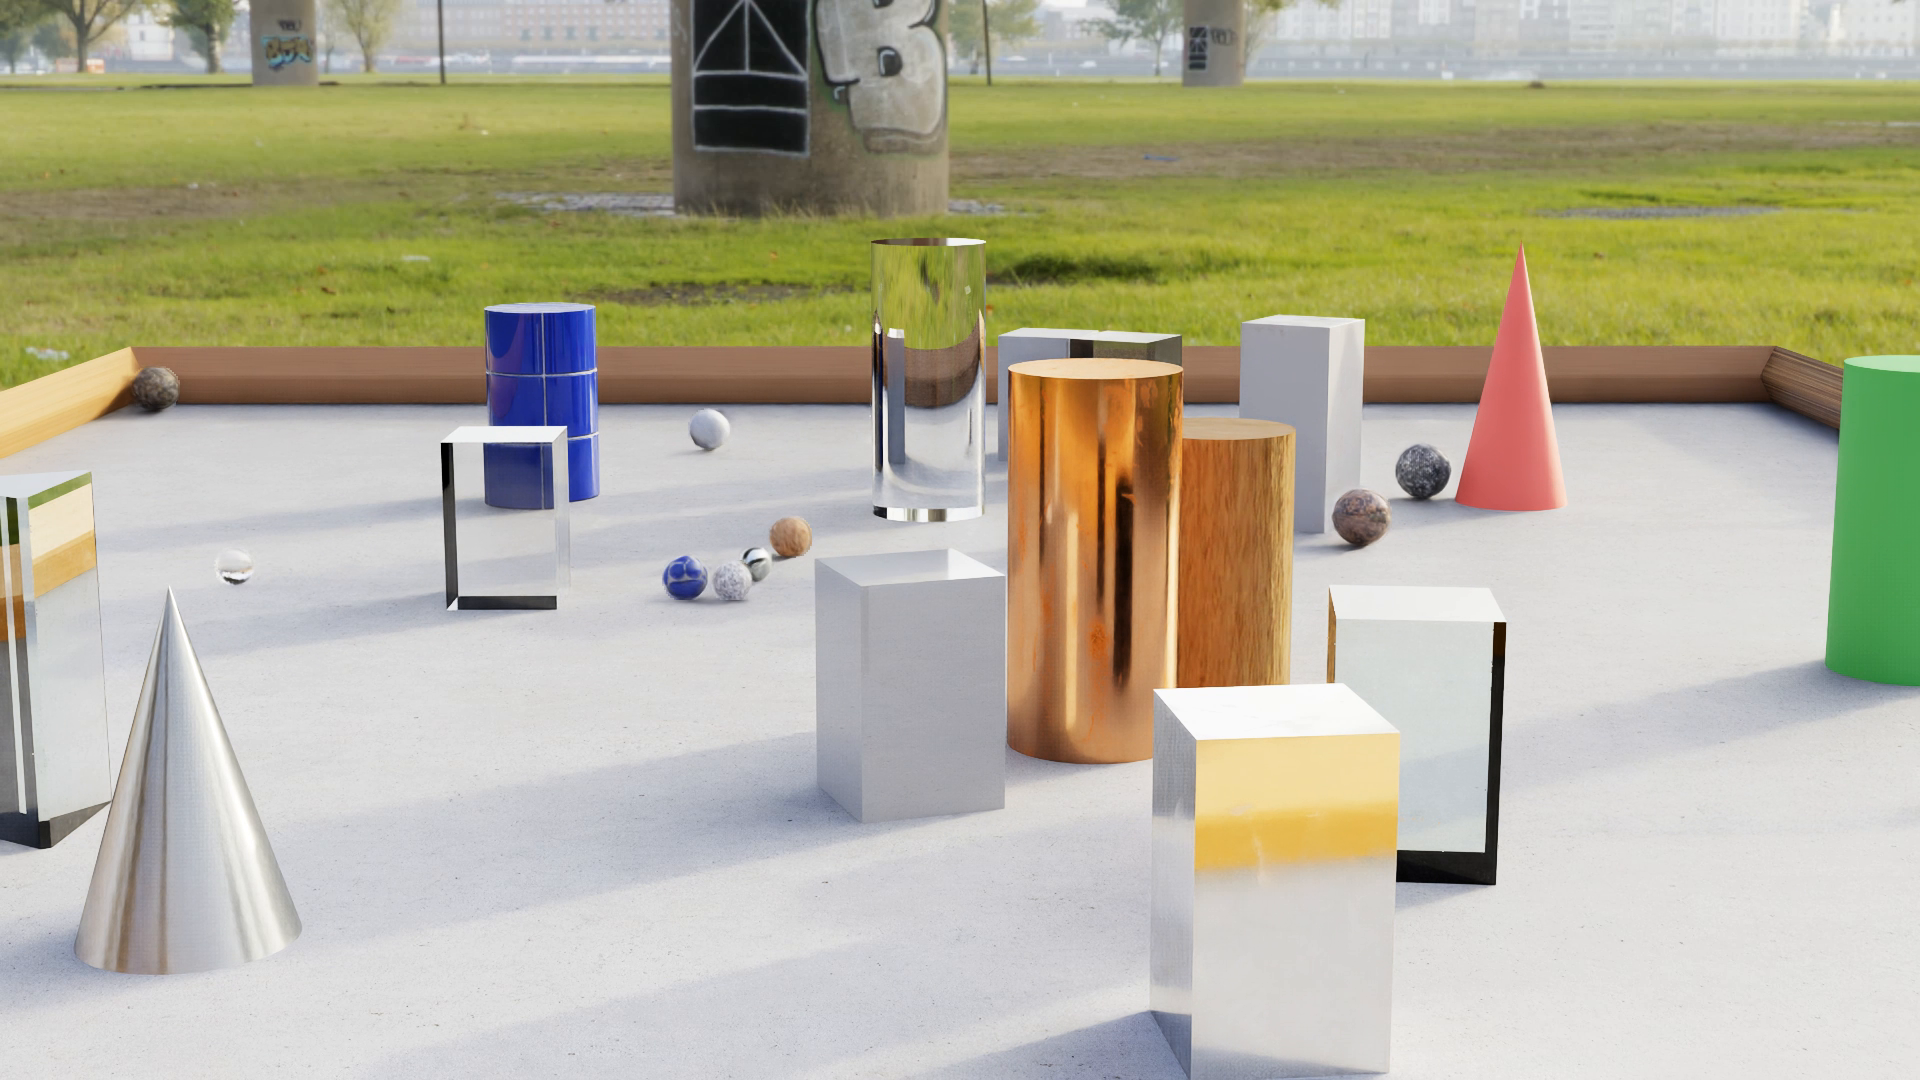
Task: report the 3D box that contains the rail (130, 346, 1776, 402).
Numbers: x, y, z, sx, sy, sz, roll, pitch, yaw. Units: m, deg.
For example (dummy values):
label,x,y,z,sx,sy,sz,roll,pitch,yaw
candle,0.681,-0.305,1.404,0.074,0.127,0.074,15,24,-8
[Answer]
label,x,y,z,sx,sy,sz,roll,pitch,yaw
rail,-0.012,-0.353,5.499,3.540,0.120,0.045,0,11,0

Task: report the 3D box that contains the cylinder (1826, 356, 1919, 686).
label,x,y,z,sx,sy,sz,roll,pitch,yaw
cylinder,1.147,-0.026,3.079,0.185,0.371,0.185,0,11,0

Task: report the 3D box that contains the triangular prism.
label,x,y,z,sx,sy,sz,roll,pitch,yaw
triangular prism,-0.885,0.107,2.470,0.160,0.333,0.139,7,13,32

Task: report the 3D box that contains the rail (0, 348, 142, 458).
label,x,y,z,sx,sy,sz,roll,pitch,yaw
rail,-1.746,0.033,3.440,0.045,0.120,4.218,0,11,0

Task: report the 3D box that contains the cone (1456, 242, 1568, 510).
label,x,y,z,sx,sy,sz,roll,pitch,yaw
cone,0.922,-0.279,4.251,0.185,0.436,0.185,0,11,0

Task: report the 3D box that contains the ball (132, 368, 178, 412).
label,x,y,z,sx,sy,sz,roll,pitch,yaw
ball,-1.690,-0.317,5.391,0.092,0.092,0.092,0,11,0

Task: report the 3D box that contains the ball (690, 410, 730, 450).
label,x,y,z,sx,sy,sz,roll,pitch,yaw
ball,-0.474,-0.208,4.854,0.075,0.075,0.075,0,11,0

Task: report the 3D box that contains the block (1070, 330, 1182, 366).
label,x,y,z,sx,sy,sz,roll,pitch,yaw
block,0.292,-0.235,4.529,0.148,0.248,0.148,6,12,29

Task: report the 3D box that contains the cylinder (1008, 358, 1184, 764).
label,x,y,z,sx,sy,sz,roll,pitch,yaw
cylinder,0.143,0.019,2.743,0.185,0.406,0.185,0,11,0

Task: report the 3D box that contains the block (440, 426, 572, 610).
label,x,y,z,sx,sy,sz,roll,pitch,yaw
block,-0.616,-0.032,3.497,0.148,0.228,0.148,0,11,-1

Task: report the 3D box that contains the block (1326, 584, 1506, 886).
label,x,y,z,sx,sy,sz,roll,pitch,yaw
block,0.413,0.176,2.352,0.148,0.241,0.148,1,11,5

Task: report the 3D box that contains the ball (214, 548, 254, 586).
label,x,y,z,sx,sy,sz,roll,pitch,yaw
ball,-1.019,0.037,3.604,0.053,0.053,0.053,0,11,0

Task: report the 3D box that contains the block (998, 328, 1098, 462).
label,x,y,z,sx,sy,sz,roll,pitch,yaw
block,0.164,-0.268,4.749,0.148,0.231,0.148,4,11,19

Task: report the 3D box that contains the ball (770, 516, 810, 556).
label,x,y,z,sx,sy,sz,roll,pitch,yaw
ball,-0.253,-0.005,3.809,0.060,0.060,0.060,0,11,0

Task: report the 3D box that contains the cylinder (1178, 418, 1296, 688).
label,x,y,z,sx,sy,sz,roll,pitch,yaw
cylinder,0.298,0.020,3.010,0.185,0.305,0.185,0,11,0

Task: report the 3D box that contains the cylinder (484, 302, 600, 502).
label,x,y,z,sx,sy,sz,roll,pitch,yaw
cylinder,-0.703,-0.233,4.324,0.185,0.318,0.185,0,11,0

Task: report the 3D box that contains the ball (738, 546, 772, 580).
label,x,y,z,sx,sy,sz,roll,pitch,yaw
ball,-0.290,0.034,3.634,0.049,0.049,0.049,0,11,0

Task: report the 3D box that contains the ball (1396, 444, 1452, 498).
label,x,y,z,sx,sy,sz,roll,pitch,yaw
ball,0.780,-0.116,4.317,0.092,0.092,0.092,0,11,0

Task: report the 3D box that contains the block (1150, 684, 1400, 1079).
label,x,y,z,sx,sy,sz,roll,pitch,yaw
block,0.230,0.251,1.909,0.148,0.256,0.148,-1,11,-7

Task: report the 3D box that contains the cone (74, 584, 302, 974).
label,x,y,z,sx,sy,sz,roll,pitch,yaw
cone,-0.649,0.185,2.133,0.185,0.302,0.185,0,11,0

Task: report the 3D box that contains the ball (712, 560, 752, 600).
label,x,y,z,sx,sy,sz,roll,pitch,yaw
ball,-0.311,0.055,3.504,0.054,0.054,0.054,0,11,0

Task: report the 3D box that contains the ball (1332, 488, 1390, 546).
label,x,y,z,sx,sy,sz,roll,pitch,yaw
ball,0.610,-0.035,3.897,0.087,0.087,0.087,0,11,0

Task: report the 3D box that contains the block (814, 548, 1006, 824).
label,x,y,z,sx,sy,sz,roll,pitch,yaw
block,-0.051,0.142,2.551,0.148,0.235,0.148,-4,11,-20

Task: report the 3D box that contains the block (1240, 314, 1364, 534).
label,x,y,z,sx,sy,sz,roll,pitch,yaw
block,0.540,-0.186,4.067,0.148,0.322,0.148,6,12,29

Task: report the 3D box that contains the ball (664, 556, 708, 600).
label,x,y,z,sx,sy,sz,roll,pitch,yaw
ball,-0.375,0.051,3.507,0.061,0.061,0.061,0,11,0

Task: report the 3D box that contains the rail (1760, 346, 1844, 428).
label,x,y,z,sx,sy,sz,roll,pitch,yaw
rail,1.746,0.029,3.460,0.045,0.120,4.218,0,11,0

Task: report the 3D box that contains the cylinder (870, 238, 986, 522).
label,x,y,z,sx,sy,sz,roll,pitch,yaw
cylinder,-0.051,-0.262,4.151,0.185,0.440,0.185,0,11,0
